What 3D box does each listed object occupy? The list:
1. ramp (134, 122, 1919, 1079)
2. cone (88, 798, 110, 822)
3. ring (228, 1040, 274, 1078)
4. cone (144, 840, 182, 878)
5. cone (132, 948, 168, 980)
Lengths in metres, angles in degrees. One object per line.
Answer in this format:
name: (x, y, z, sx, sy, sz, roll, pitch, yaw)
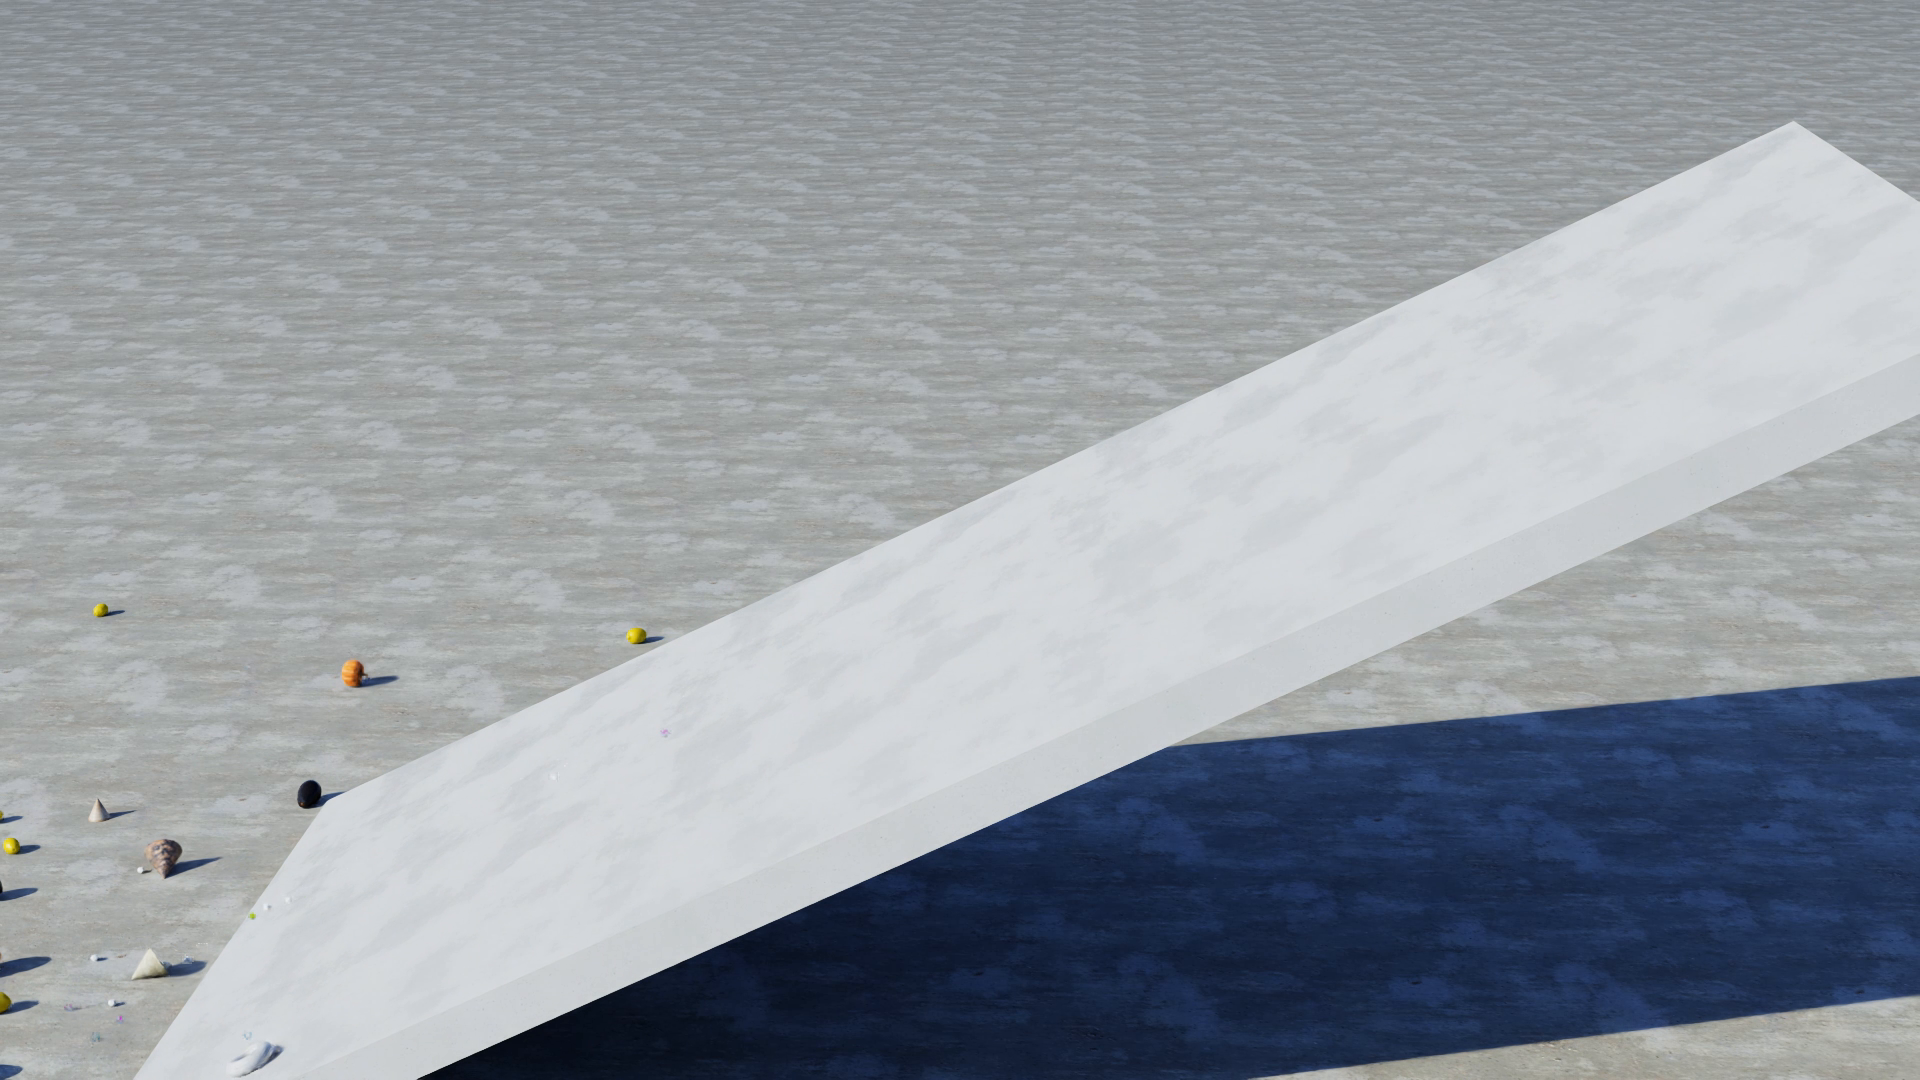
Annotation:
ramp: (0.138, 0.168, 6.281, 4.000, 0.100, 2.000, -25, 14, 10)
cone: (-2.249, 0.699, 7.678, 0.058, 0.058, 0.058, 0, 16, 0)
ring: (-1.386, 1.013, 5.745, 0.098, 0.033, 0.098, -27, 12, 6)
cone: (-1.984, 0.811, 7.326, 0.092, 0.092, 0.092, -4, 44, -14)
cone: (-1.868, 0.986, 6.740, 0.076, 0.076, 0.076, -35, 28, -16)
